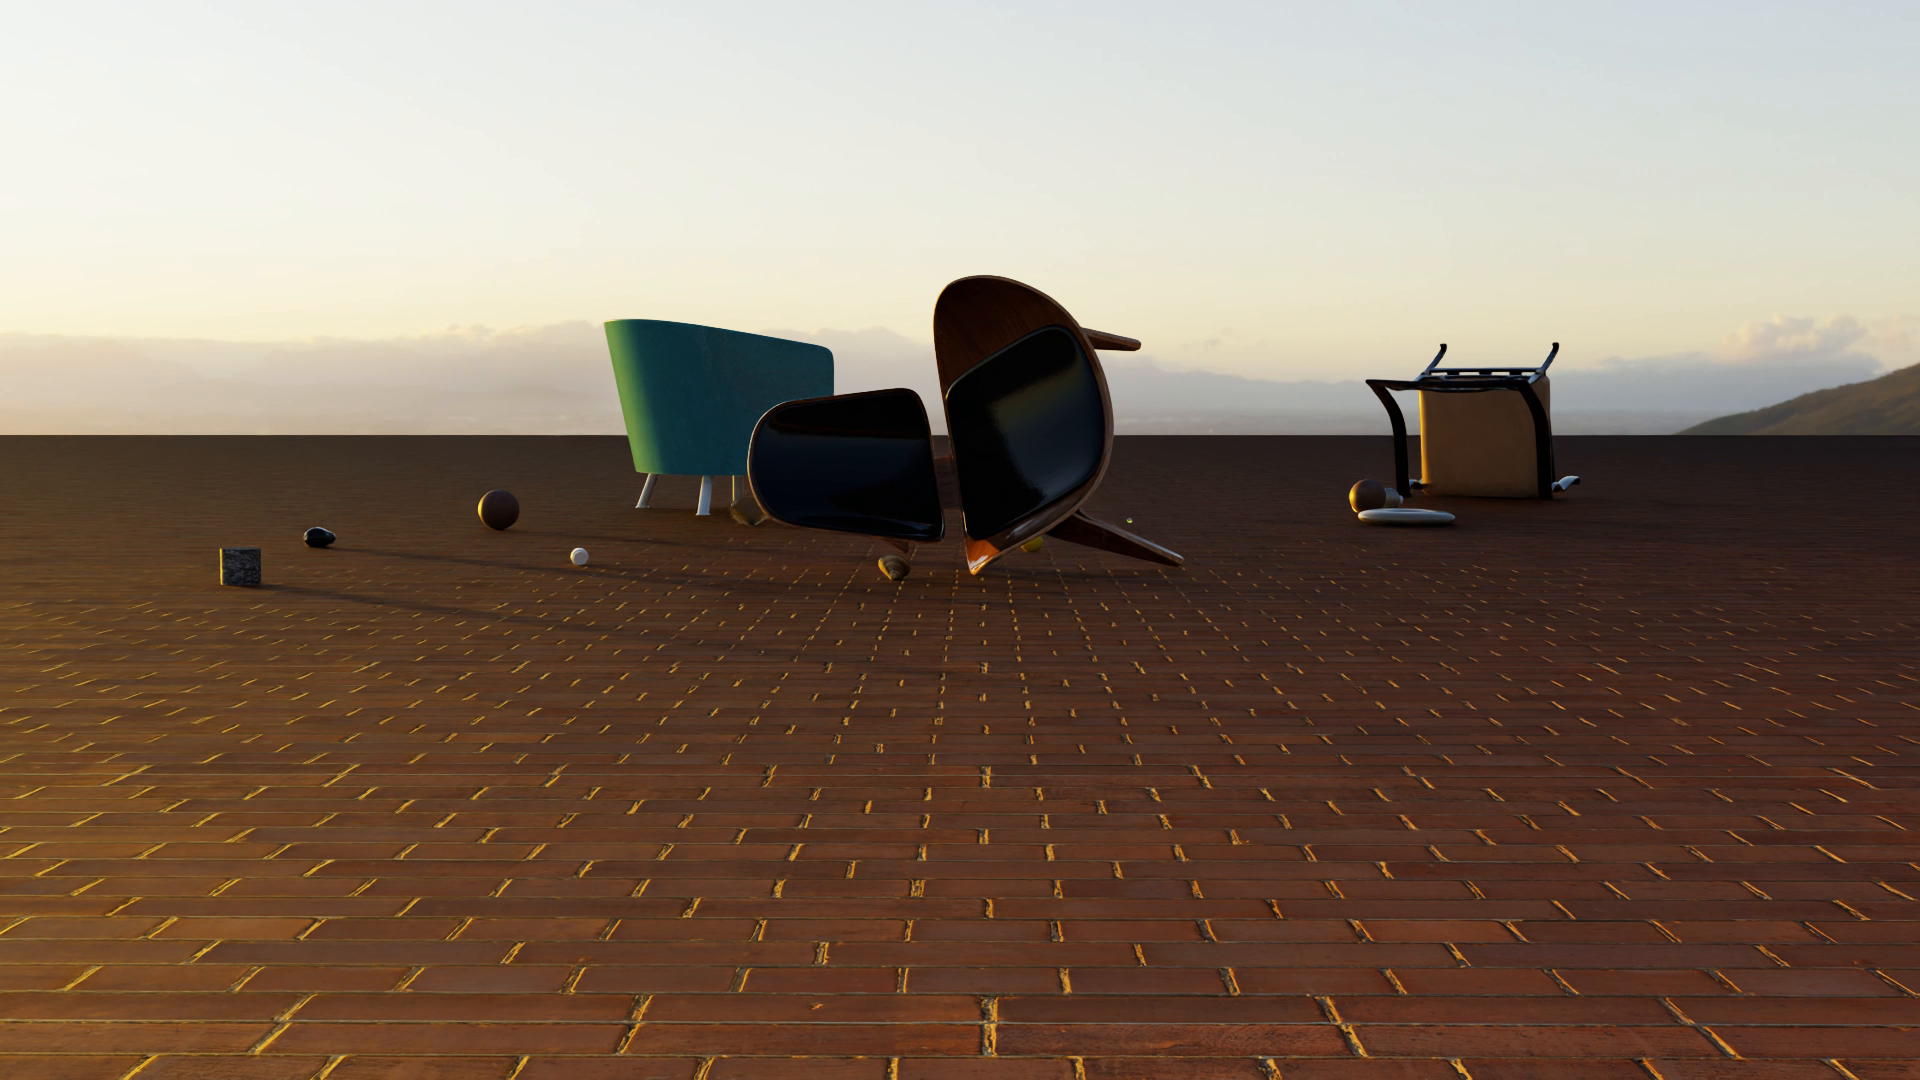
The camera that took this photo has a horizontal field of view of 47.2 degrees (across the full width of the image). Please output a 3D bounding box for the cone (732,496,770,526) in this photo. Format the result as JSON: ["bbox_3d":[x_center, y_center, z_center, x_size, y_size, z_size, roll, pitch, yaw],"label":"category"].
[{"bbox_3d":[-0.682,-0.070,7.217,0.128,0.109,0.094,-13,36,0],"label":"cone"}]

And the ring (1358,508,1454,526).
[{"bbox_3d":[1.489,-0.076,7.332,0.315,0.045,0.322,-3,5,-38],"label":"ring"}]

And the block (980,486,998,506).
[{"bbox_3d":[0.111,-0.169,8.451,0.064,0.077,0.072,0,4,5],"label":"block"}]

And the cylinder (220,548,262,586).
[{"bbox_3d":[-1.659,0.060,5.073,0.090,0.082,0.080,0,4,7],"label":"cylinder"}]

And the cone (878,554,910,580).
[{"bbox_3d":[-0.157,0.078,5.176,0.076,0.084,0.047,-6,44,16],"label":"cone"}]
